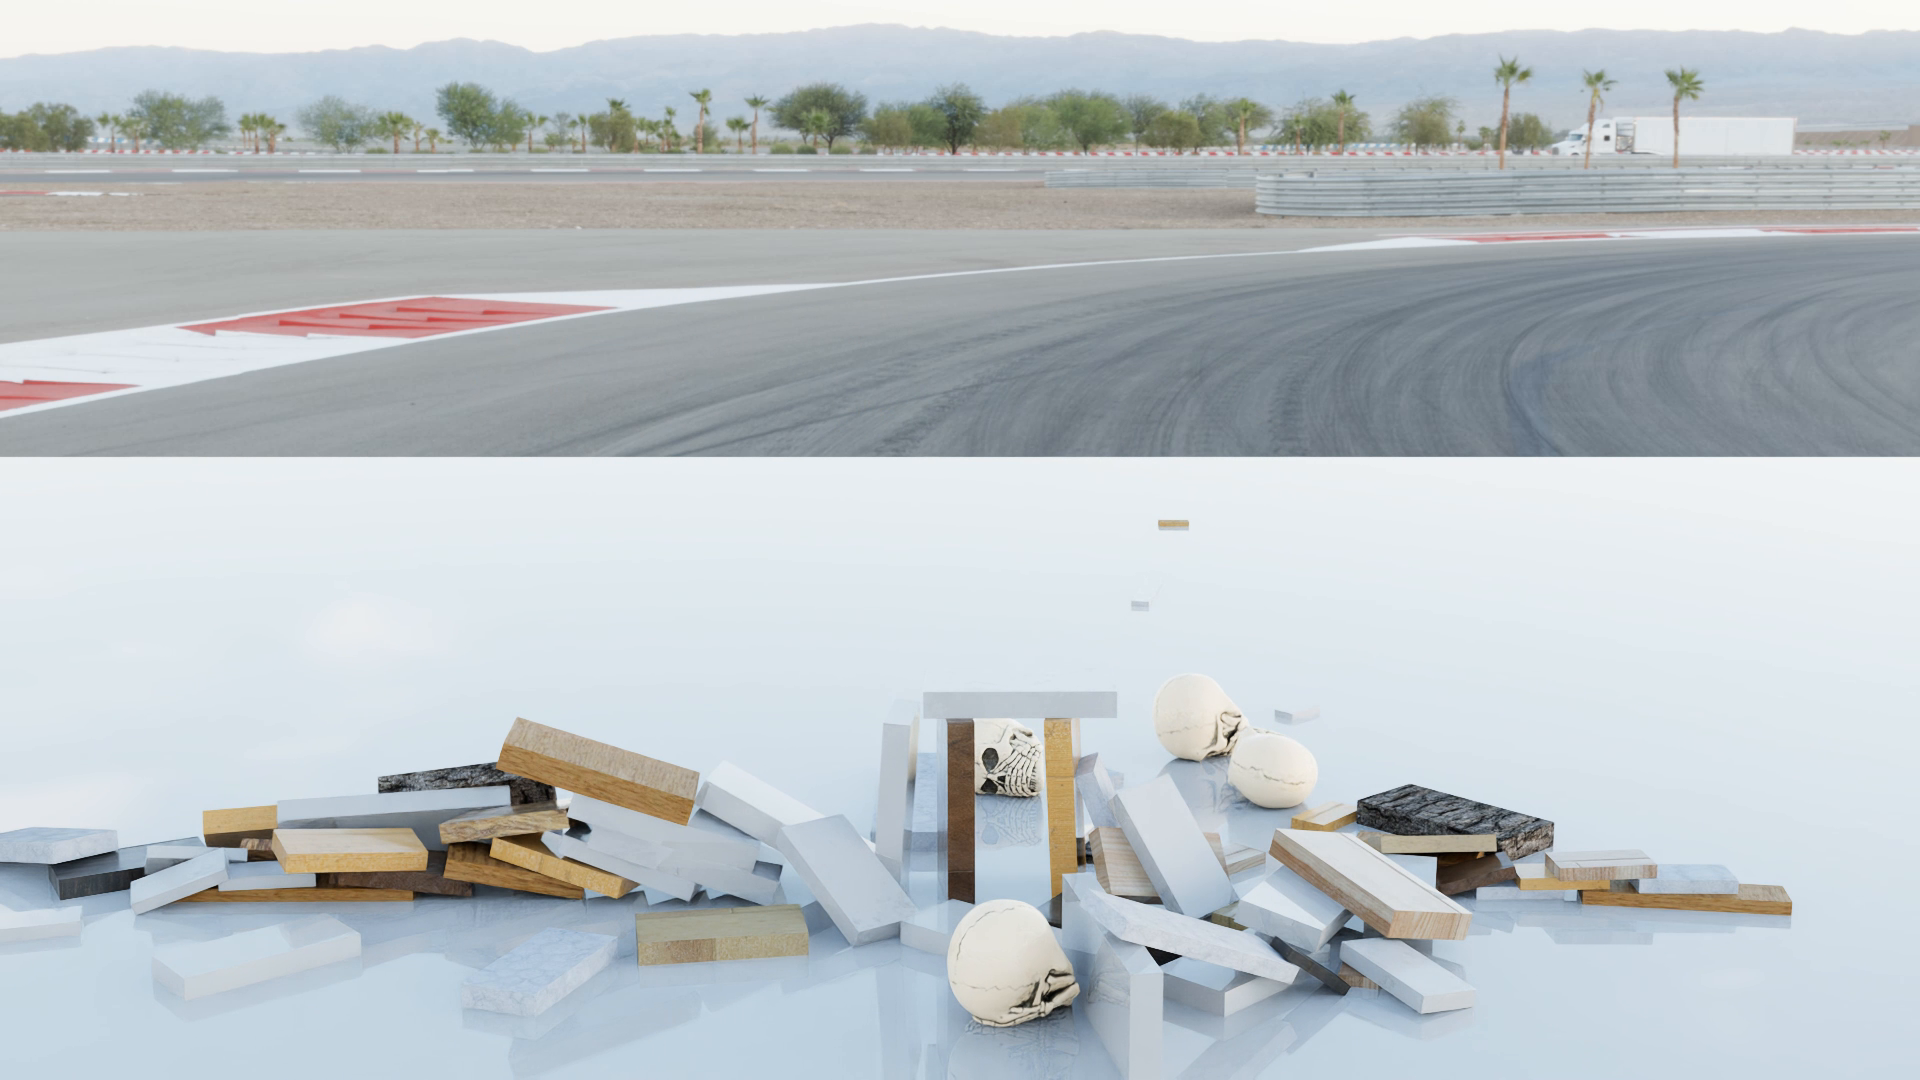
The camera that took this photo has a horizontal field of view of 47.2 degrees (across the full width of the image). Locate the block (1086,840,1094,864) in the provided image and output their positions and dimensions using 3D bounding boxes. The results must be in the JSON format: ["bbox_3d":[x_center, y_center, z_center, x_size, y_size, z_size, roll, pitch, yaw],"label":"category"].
[{"bbox_3d":[0.243,0.545,3.867,0.054,0.015,0.107,4,11,22],"label":"block"}]

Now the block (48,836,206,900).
[{"bbox_3d":[-1.412,0.558,3.747,0.247,0.035,0.123,-6,12,-30],"label":"block"}]

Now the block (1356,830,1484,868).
[{"bbox_3d":[0.788,0.547,3.814,0.217,0.031,0.108,5,11,24],"label":"block"}]

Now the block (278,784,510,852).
[{"bbox_3d":[-0.972,0.495,3.796,0.384,0.146,0.041,-2,49,-13],"label":"block"}]

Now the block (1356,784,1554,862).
[{"bbox_3d":[0.892,0.511,3.973,0.158,0.045,0.315,-9,14,-41],"label":"block"}]

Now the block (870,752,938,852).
[{"bbox_3d":[-0.089,0.486,4.126,0.130,0.037,0.503,0,11,1],"label":"block"}]

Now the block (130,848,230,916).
[{"bbox_3d":[-1.281,0.560,3.611,0.155,0.022,0.077,-20,26,-12],"label":"block"}]

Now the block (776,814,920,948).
[{"bbox_3d":[-0.180,0.543,3.527,0.123,0.035,0.246,-8,41,-37],"label":"block"}]

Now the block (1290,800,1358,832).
[{"bbox_3d":[0.675,0.511,4.042,0.069,0.020,0.138,9,14,40],"label":"block"}]

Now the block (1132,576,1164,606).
[{"bbox_3d":[0.518,0.141,6.050,0.048,0.014,0.334,2,11,12],"label":"block"}]

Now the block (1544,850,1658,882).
[{"bbox_3d":[1.061,0.538,3.641,0.161,0.023,0.081,-2,10,-2],"label":"block"}]

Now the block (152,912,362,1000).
[{"bbox_3d":[-1.069,0.632,3.348,0.278,0.035,0.123,-9,14,-40],"label":"block"}]

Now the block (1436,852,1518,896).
[{"bbox_3d":[0.847,0.560,3.670,0.147,0.021,0.073,-15,11,3],"label":"block"}]

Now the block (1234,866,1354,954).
[{"bbox_3d":[0.531,0.570,3.427,0.131,0.037,0.263,18,12,21],"label":"block"}]

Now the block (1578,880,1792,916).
[{"bbox_3d":[1.193,0.586,3.628,0.329,0.023,0.081,2,11,9],"label":"block"}]

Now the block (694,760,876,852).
[{"bbox_3d":[-0.283,0.482,3.693,0.320,0.045,0.160,29,8,1],"label":"block"}]

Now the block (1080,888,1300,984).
[{"bbox_3d":[0.330,0.565,3.124,0.366,0.028,0.098,22,6,-38],"label":"block"}]

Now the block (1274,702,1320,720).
[{"bbox_3d":[0.736,0.373,4.800,0.096,0.014,0.048,-10,14,-43],"label":"block"}]

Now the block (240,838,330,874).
[{"bbox_3d":[-1.137,0.540,3.738,0.152,0.076,0.022,1,49,6],"label":"block"}]

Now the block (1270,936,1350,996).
[{"bbox_3d":[0.516,0.628,3.242,0.118,0.017,0.059,34,-1,-20],"label":"block"}]

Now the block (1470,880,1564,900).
[{"bbox_3d":[0.927,0.578,3.677,0.147,0.021,0.073,0,11,-2],"label":"block"}]

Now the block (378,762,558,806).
[{"bbox_3d":[-0.857,0.453,3.846,0.292,0.146,0.041,-7,51,-8],"label":"block"}]

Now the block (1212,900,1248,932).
[{"bbox_3d":[0.513,0.598,3.541,0.108,0.031,0.217,9,14,41],"label":"block"}]

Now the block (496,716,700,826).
[{"bbox_3d":[-0.592,0.380,3.620,0.320,0.045,0.160,18,9,-7],"label":"block"}]

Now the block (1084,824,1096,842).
[{"bbox_3d":[0.205,0.530,3.907,0.054,0.015,0.107,-15,4,23],"label":"block"}]

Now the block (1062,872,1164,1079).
[{"bbox_3d":[0.211,0.613,3.113,0.045,0.157,0.406,-2,11,-10],"label":"block"}]

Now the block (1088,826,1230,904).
[{"bbox_3d":[0.327,0.531,3.569,0.234,0.117,0.033,7,-33,-27],"label":"block"}]

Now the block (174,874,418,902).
[{"bbox_3d":[-1.111,0.579,3.667,0.415,0.022,0.077,0,11,-1],"label":"block"}]

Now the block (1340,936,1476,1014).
[{"bbox_3d":[0.660,0.641,3.252,0.098,0.028,0.195,0,14,-28],"label":"block"}]

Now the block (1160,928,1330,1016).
[{"bbox_3d":[0.423,0.641,3.291,0.131,0.037,0.263,10,14,43],"label":"block"}]

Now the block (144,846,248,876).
[{"bbox_3d":[-1.284,0.540,3.694,0.158,0.022,0.076,5,-32,-21],"label":"block"}]

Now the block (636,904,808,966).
[{"bbox_3d":[-0.373,0.615,3.433,0.260,0.037,0.130,-2,11,-10],"label":"block"}]
